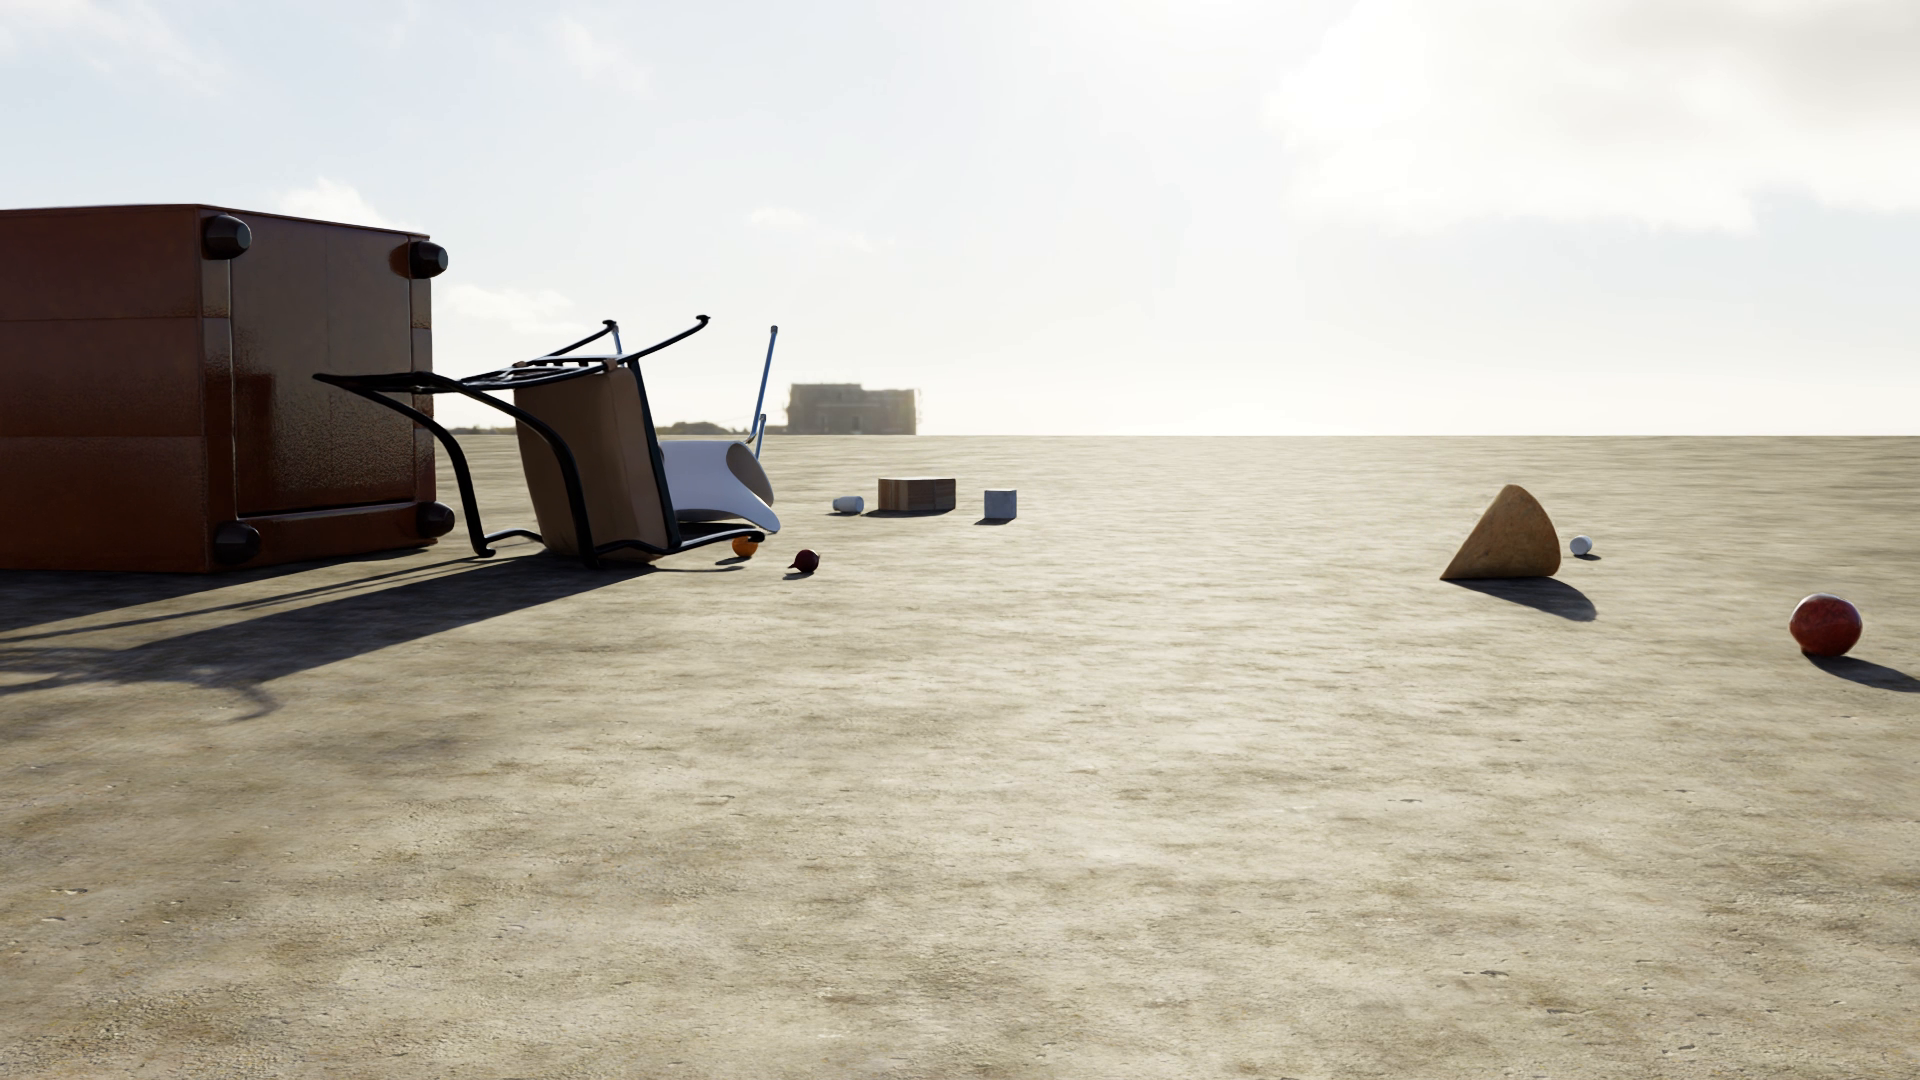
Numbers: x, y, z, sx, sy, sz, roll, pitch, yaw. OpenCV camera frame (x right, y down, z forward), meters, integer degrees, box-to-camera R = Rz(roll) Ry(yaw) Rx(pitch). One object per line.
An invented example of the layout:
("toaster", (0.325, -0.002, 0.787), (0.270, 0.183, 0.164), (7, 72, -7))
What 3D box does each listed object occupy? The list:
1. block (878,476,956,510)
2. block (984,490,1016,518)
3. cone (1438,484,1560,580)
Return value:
("block", (-0.162, -0.175, 8.256), (0.229, 0.114, 0.182), (-3, 5, -40))
("block", (0.142, -0.127, 7.685), (0.095, 0.097, 0.072), (2, 4, 22))
("cone", (1.240, 0.035, 5.209), (0.263, 0.256, 0.234), (-27, 48, -13))
